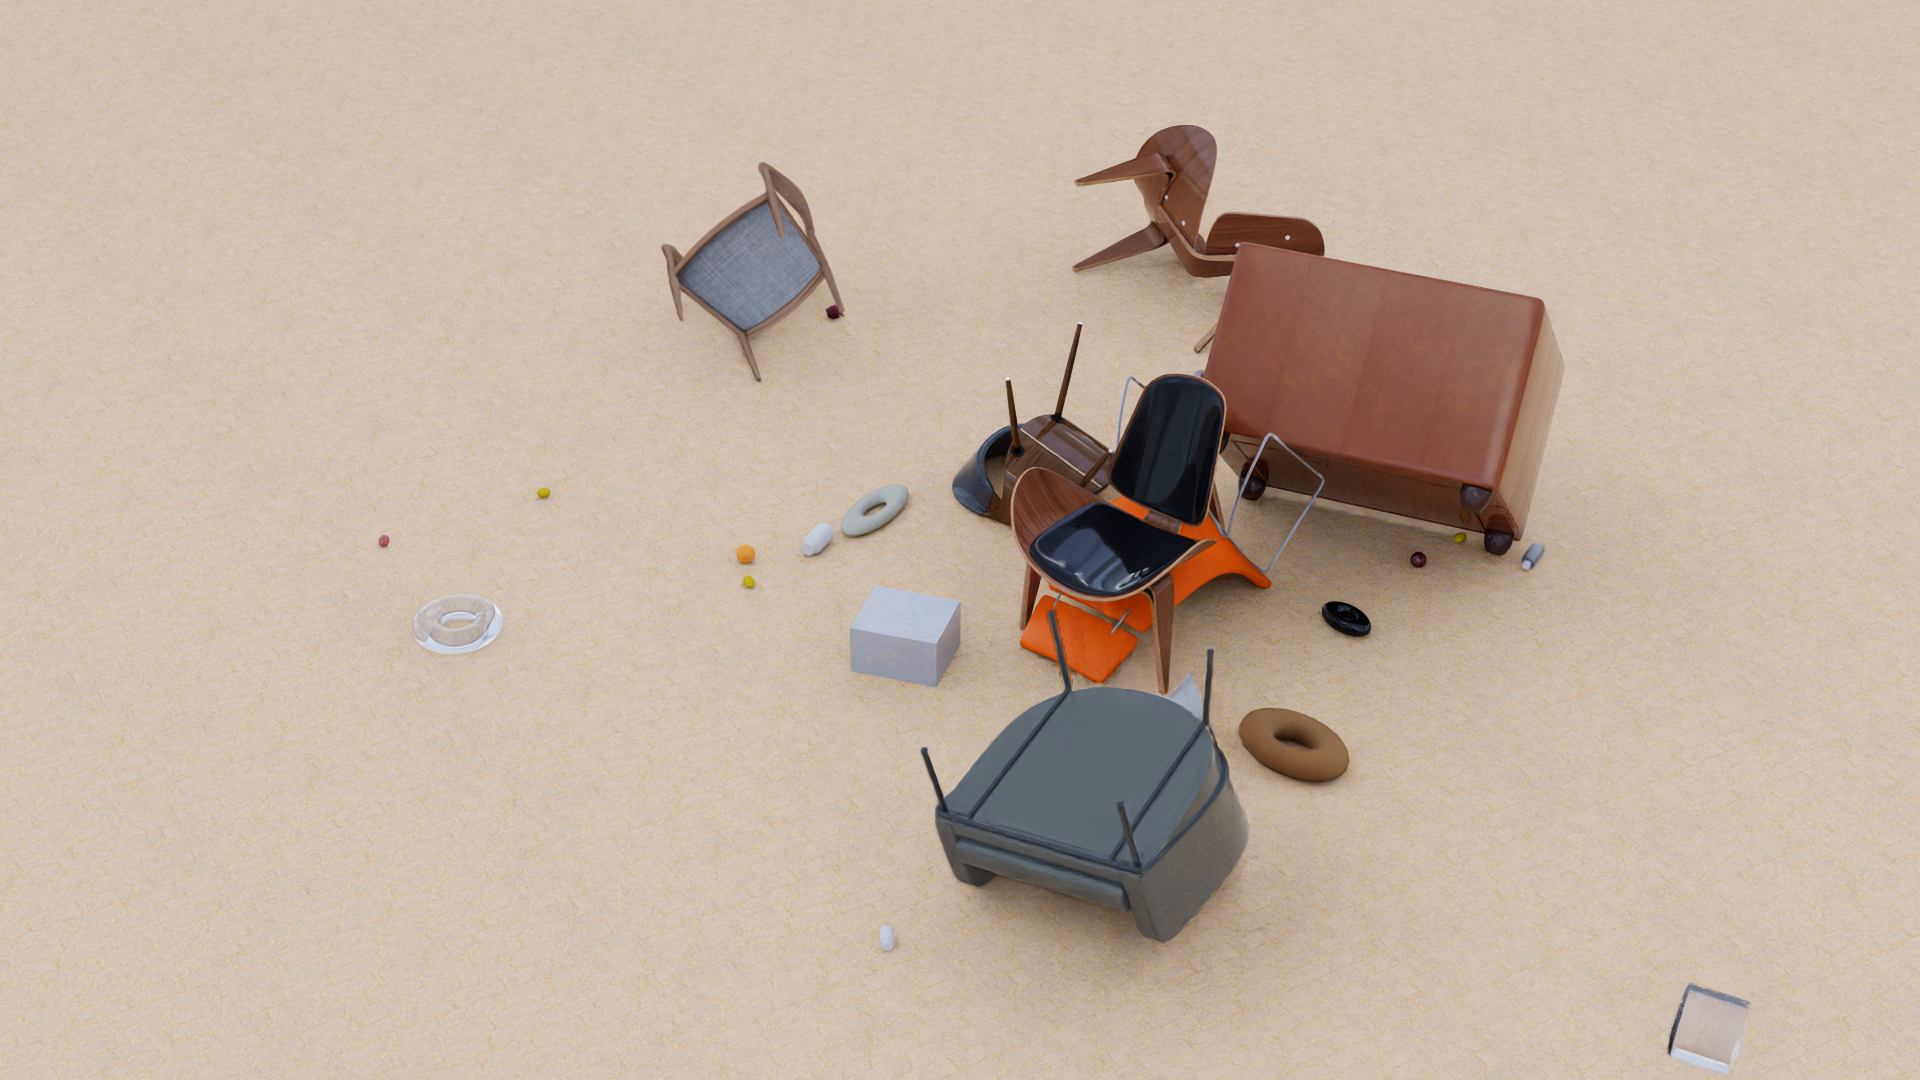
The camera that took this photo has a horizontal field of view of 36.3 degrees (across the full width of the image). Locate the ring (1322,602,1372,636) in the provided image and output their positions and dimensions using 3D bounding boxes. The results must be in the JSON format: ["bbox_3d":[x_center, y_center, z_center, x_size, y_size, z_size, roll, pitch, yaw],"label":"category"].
[{"bbox_3d":[1.379,0.282,10.467,0.125,0.056,0.217,-25,40,-30],"label":"ring"}]

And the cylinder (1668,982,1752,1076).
[{"bbox_3d":[2.194,1.431,8.584,0.179,0.226,0.177,16,-2,23],"label":"cylinder"}]

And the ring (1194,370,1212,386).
[{"bbox_3d":[0.989,-0.657,11.913,0.067,0.032,0.111,-8,35,-15],"label":"ring"}]

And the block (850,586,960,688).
[{"bbox_3d":[-0.190,0.336,10.266,0.315,0.185,0.275,10,35,15],"label":"block"}]

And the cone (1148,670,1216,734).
[{"bbox_3d":[0.731,0.590,9.975,0.205,0.175,0.275,-23,40,7],"label":"cone"}]

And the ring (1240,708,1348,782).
[{"bbox_3d":[1.117,0.684,9.814,0.413,0.104,0.266,27,43,33],"label":"ring"}]

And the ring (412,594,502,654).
[{"bbox_3d":[-1.786,0.297,10.419,0.324,0.084,0.328,-10,34,-14],"label":"ring"}]

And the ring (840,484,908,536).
[{"bbox_3d":[-0.320,-0.114,11.074,0.168,0.048,0.387,19,38,27],"label":"ring"}]
